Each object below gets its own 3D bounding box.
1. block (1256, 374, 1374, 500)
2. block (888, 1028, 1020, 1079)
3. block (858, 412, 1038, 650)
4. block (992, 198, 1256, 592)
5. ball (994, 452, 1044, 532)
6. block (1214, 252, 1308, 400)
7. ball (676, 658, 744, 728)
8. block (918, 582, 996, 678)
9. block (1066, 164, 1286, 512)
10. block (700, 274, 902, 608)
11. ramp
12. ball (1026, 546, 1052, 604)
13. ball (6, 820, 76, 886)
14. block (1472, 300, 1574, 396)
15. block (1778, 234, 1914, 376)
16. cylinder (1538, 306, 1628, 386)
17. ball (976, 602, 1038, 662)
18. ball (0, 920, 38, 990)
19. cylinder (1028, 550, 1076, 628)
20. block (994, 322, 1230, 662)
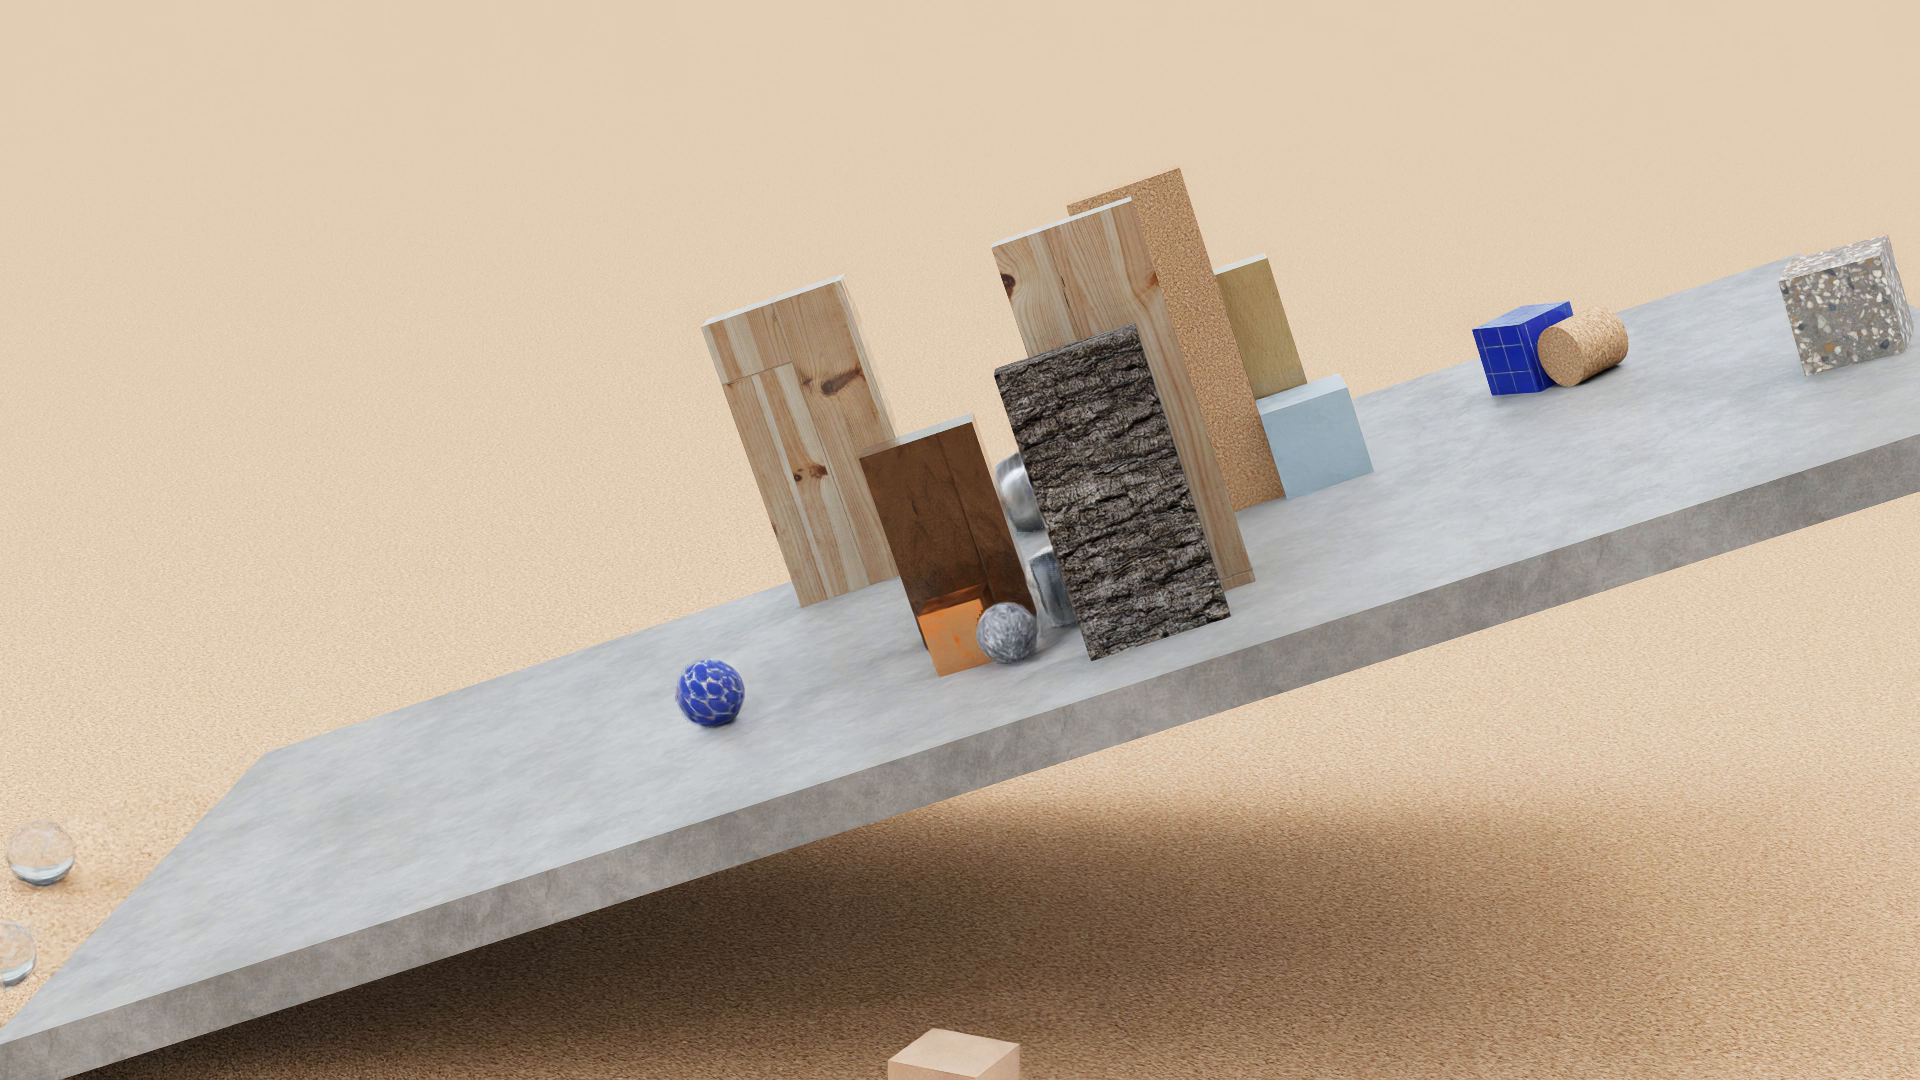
[{"bbox_3d":[0.769,-0.226,6.397,0.195,0.195,0.195,-18,11,6],"label":"block"},{"bbox_3d":[-0.010,1.008,5.313,0.176,0.176,0.176,6,13,26],"label":"block"},{"bbox_3d":[-0.021,-0.018,6.103,0.244,0.426,0.118,-18,11,6],"label":"block"},{"bbox_3d":[0.319,-0.247,5.707,0.282,0.780,0.083,-18,11,6],"label":"block"},{"bbox_3d":[0.156,-0.114,6.918,0.187,0.187,0.187,0,12,0],"label":"ball"},{"bbox_3d":[0.566,-0.342,6.548,0.395,0.485,0.101,-18,11,6],"label":"block"},{"bbox_3d":[-0.513,0.315,6.060,0.140,0.140,0.140,0,12,0],"label":"ball"},{"bbox_3d":[0.006,0.179,5.869,0.130,0.130,0.130,-17,11,12],"label":"block"},{"bbox_3d":[0.468,-0.416,6.376,0.254,0.747,0.111,-18,11,6],"label":"block"},{"bbox_3d":[-0.323,-0.234,6.946,0.346,0.706,0.128,-18,11,6],"label":"block"},{"bbox_3d":[0.107,0.180,6.305,4.000,0.100,2.000,-18,11,6],"label":"ramp"},{"bbox_3d":[0.201,0.075,6.044,0.132,0.132,0.132,0,12,0],"label":"ball"},{"bbox_3d":[-2.104,0.718,6.737,0.151,0.151,0.151,0,12,0],"label":"ball"},{"bbox_3d":[1.284,-0.431,6.624,0.159,0.159,0.159,-25,12,-28],"label":"block"},{"bbox_3d":[1.770,-0.469,5.870,0.198,0.198,0.198,-14,12,26],"label":"block"},{"bbox_3d":[1.377,-0.429,6.505,0.140,0.140,0.140,-22,22,-30],"label":"cylinder"},{"bbox_3d":[0.093,0.180,5.744,0.119,0.119,0.119,0,12,0],"label":"ball"},{"bbox_3d":[-1.937,0.838,5.940,0.140,0.140,0.140,0,12,0],"label":"ball"},{"bbox_3d":[0.232,0.083,5.904,0.151,0.151,0.151,-19,13,-1],"label":"cylinder"},{"bbox_3d":[0.287,-0.089,5.525,0.277,0.575,0.086,-18,11,6],"label":"block"}]
